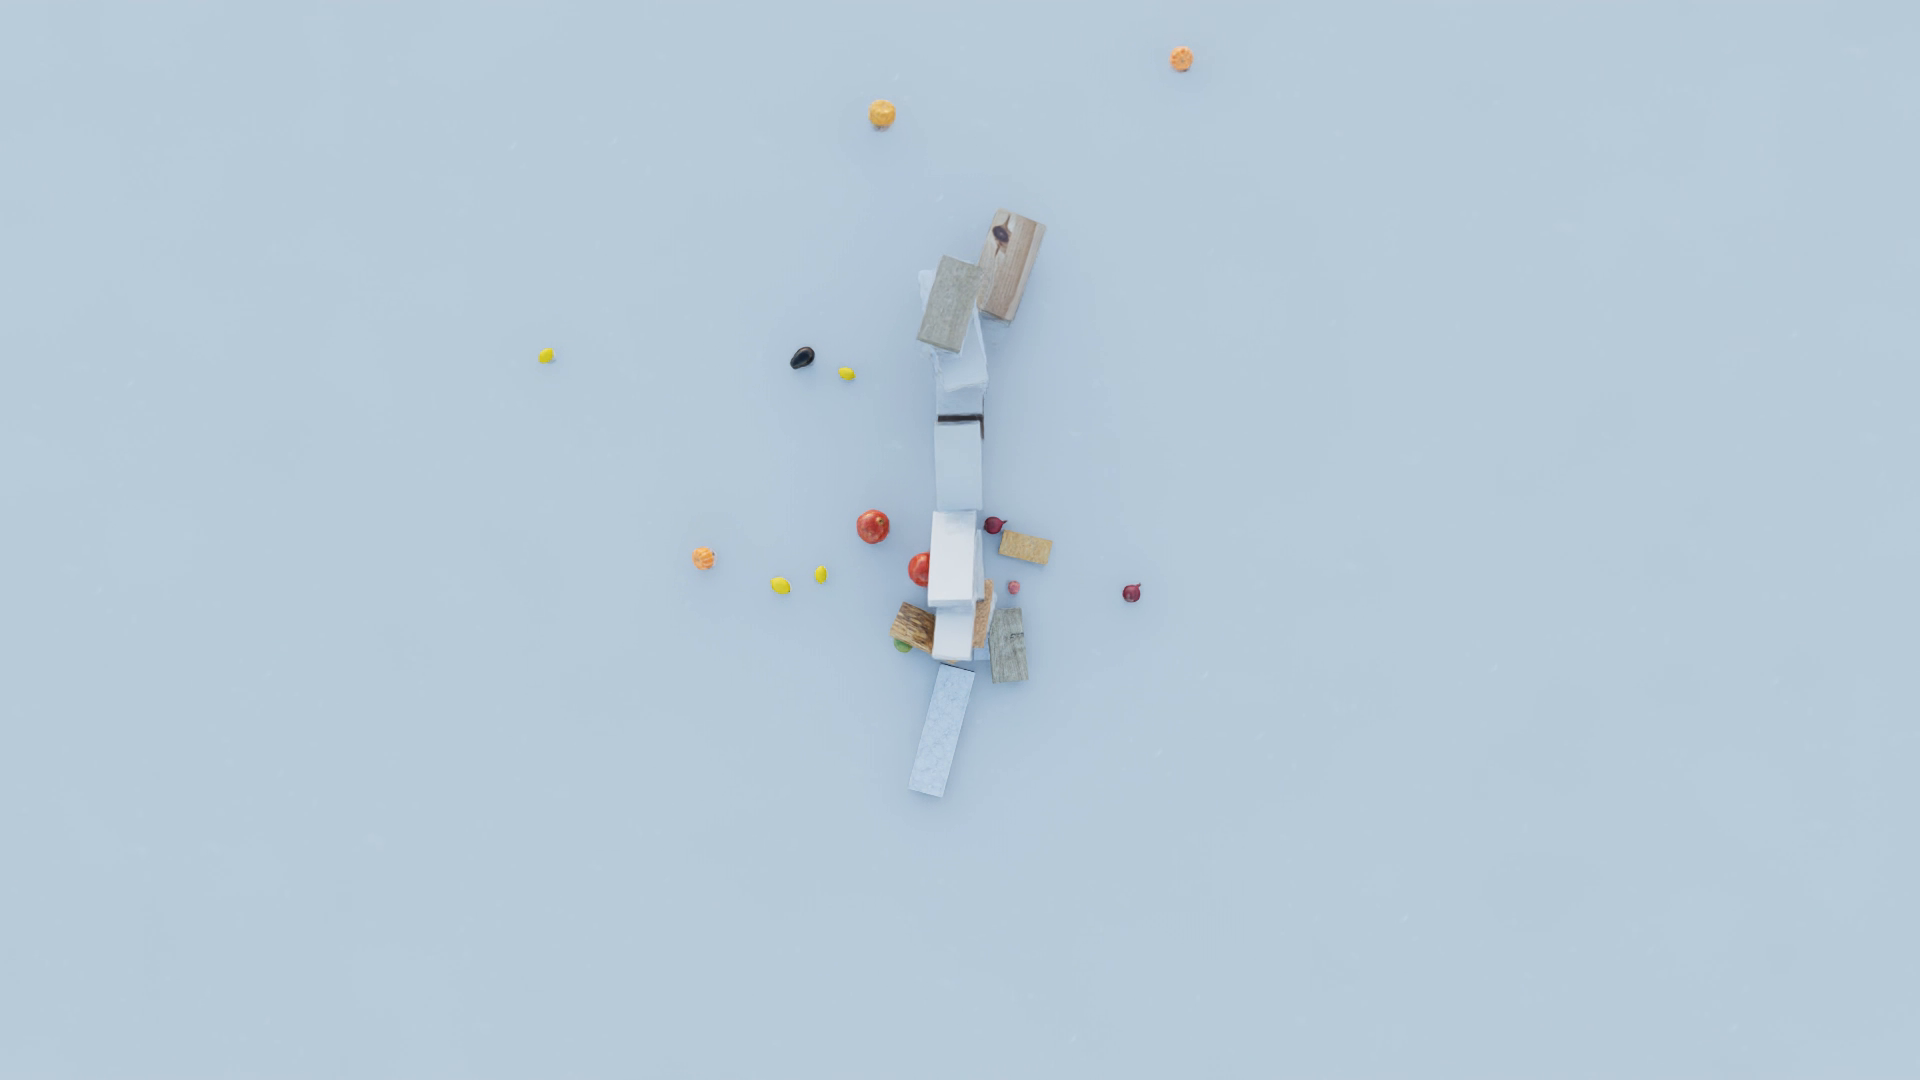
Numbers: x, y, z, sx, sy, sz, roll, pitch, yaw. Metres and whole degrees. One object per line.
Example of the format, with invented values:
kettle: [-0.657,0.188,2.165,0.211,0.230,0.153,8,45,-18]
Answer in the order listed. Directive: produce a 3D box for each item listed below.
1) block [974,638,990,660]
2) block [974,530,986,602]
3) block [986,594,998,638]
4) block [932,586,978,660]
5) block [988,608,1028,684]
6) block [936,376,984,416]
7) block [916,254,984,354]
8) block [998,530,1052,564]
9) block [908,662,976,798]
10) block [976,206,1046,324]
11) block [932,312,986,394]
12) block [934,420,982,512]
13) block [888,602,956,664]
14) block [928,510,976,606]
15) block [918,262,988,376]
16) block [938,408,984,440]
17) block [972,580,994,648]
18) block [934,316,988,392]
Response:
block: [0.128,0.356,5.488,0.166,0.023,0.083,-1,90,0]
block: [0.015,0.086,5.431,0.122,0.034,0.243,-5,66,4]
block: [0.063,0.246,5.421,0.083,0.023,0.166,7,56,13]
block: [-0.015,0.264,5.323,0.122,0.034,0.243,2,70,10]
block: [0.155,0.349,5.460,0.120,0.034,0.239,-6,90,0]
block: [-0.007,-0.556,5.376,0.149,0.042,0.299,-3,82,0]
block: [-0.030,-0.752,5.257,0.141,0.040,0.283,18,81,-7]
block: [0.218,0.024,5.488,0.166,0.023,0.083,14,90,0]
block: [-0.061,0.632,5.483,0.120,0.034,0.428,15,90,0]
block: [0.146,-0.906,5.442,0.171,0.048,0.342,20,84,-7]
block: [-0.009,-0.665,5.476,0.171,0.048,0.342,-3,90,0]
block: [-0.005,-0.242,5.423,0.149,0.042,0.299,-2,112,0]
block: [-0.104,0.307,5.455,0.239,0.034,0.120,24,59,0]
block: [-0.025,0.059,5.380,0.141,0.040,0.346,-1,56,5]
block: [-0.025,-0.715,5.352,0.171,0.048,0.342,-10,82,-1]
block: [-0.001,-0.478,5.431,0.149,0.042,0.299,-3,91,0]
block: [0.033,0.236,5.396,0.122,0.034,0.243,3,56,10]
block: [-0.010,-0.629,5.296,0.141,0.040,0.283,-14,82,-2]
